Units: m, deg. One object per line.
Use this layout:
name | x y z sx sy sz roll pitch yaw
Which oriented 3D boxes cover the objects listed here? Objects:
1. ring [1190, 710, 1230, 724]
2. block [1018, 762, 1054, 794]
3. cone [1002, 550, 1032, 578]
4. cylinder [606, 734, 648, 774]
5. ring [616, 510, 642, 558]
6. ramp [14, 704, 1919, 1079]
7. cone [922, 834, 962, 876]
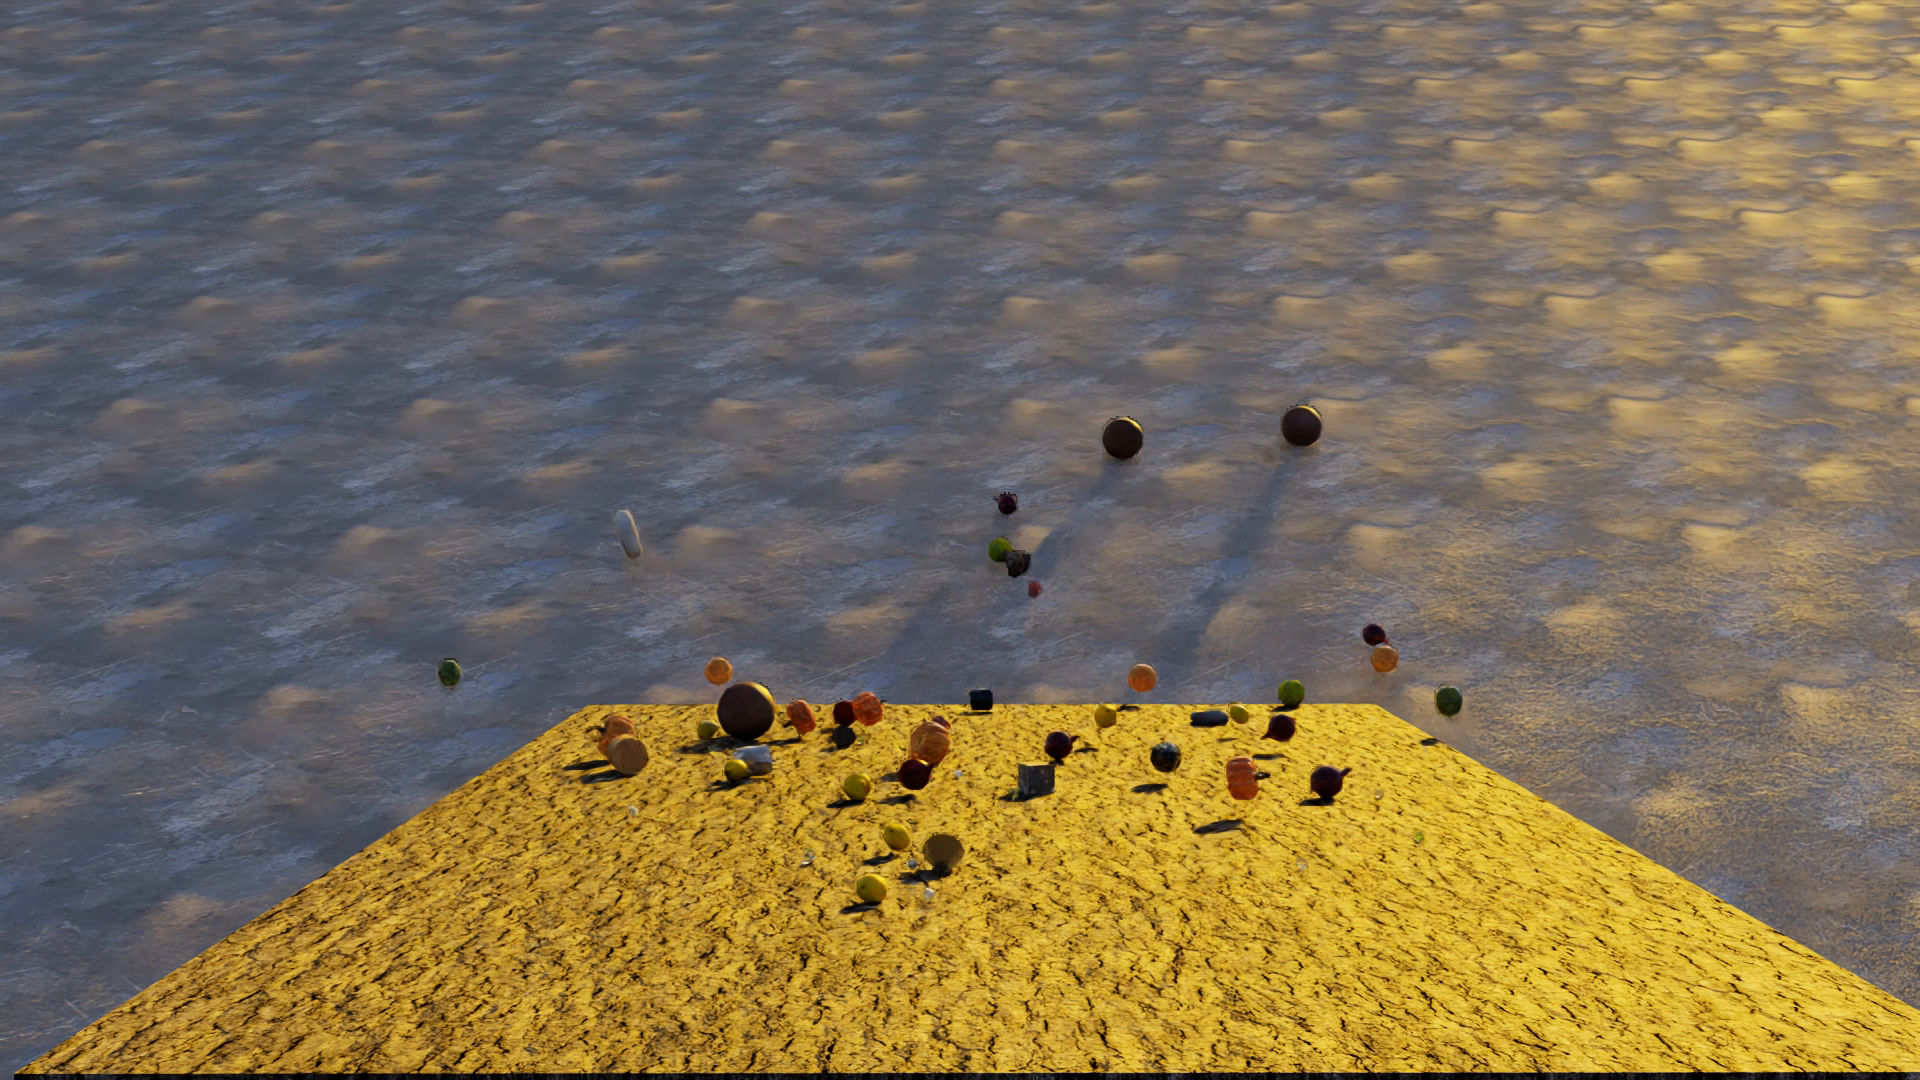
ring | 0.588 0.417 6.071 0.092 0.031 0.092 -1 2 0
block | 0.141 0.441 4.783 0.053 0.053 0.053 -1 2 -20
cone | 0.146 0.050 7.376 0.082 0.082 0.082 -18 43 -33
cylinder | -0.659 0.424 5.101 0.071 0.071 0.071 -8 3 -16
ring | -0.961 -0.016 7.474 0.049 0.148 0.148 -17 28 -5
ramp | 0.058 0.524 4.562 2.000 0.100 4.000 0 2 0
cone | -0.028 0.480 3.830 0.062 0.062 0.062 1 33 2
